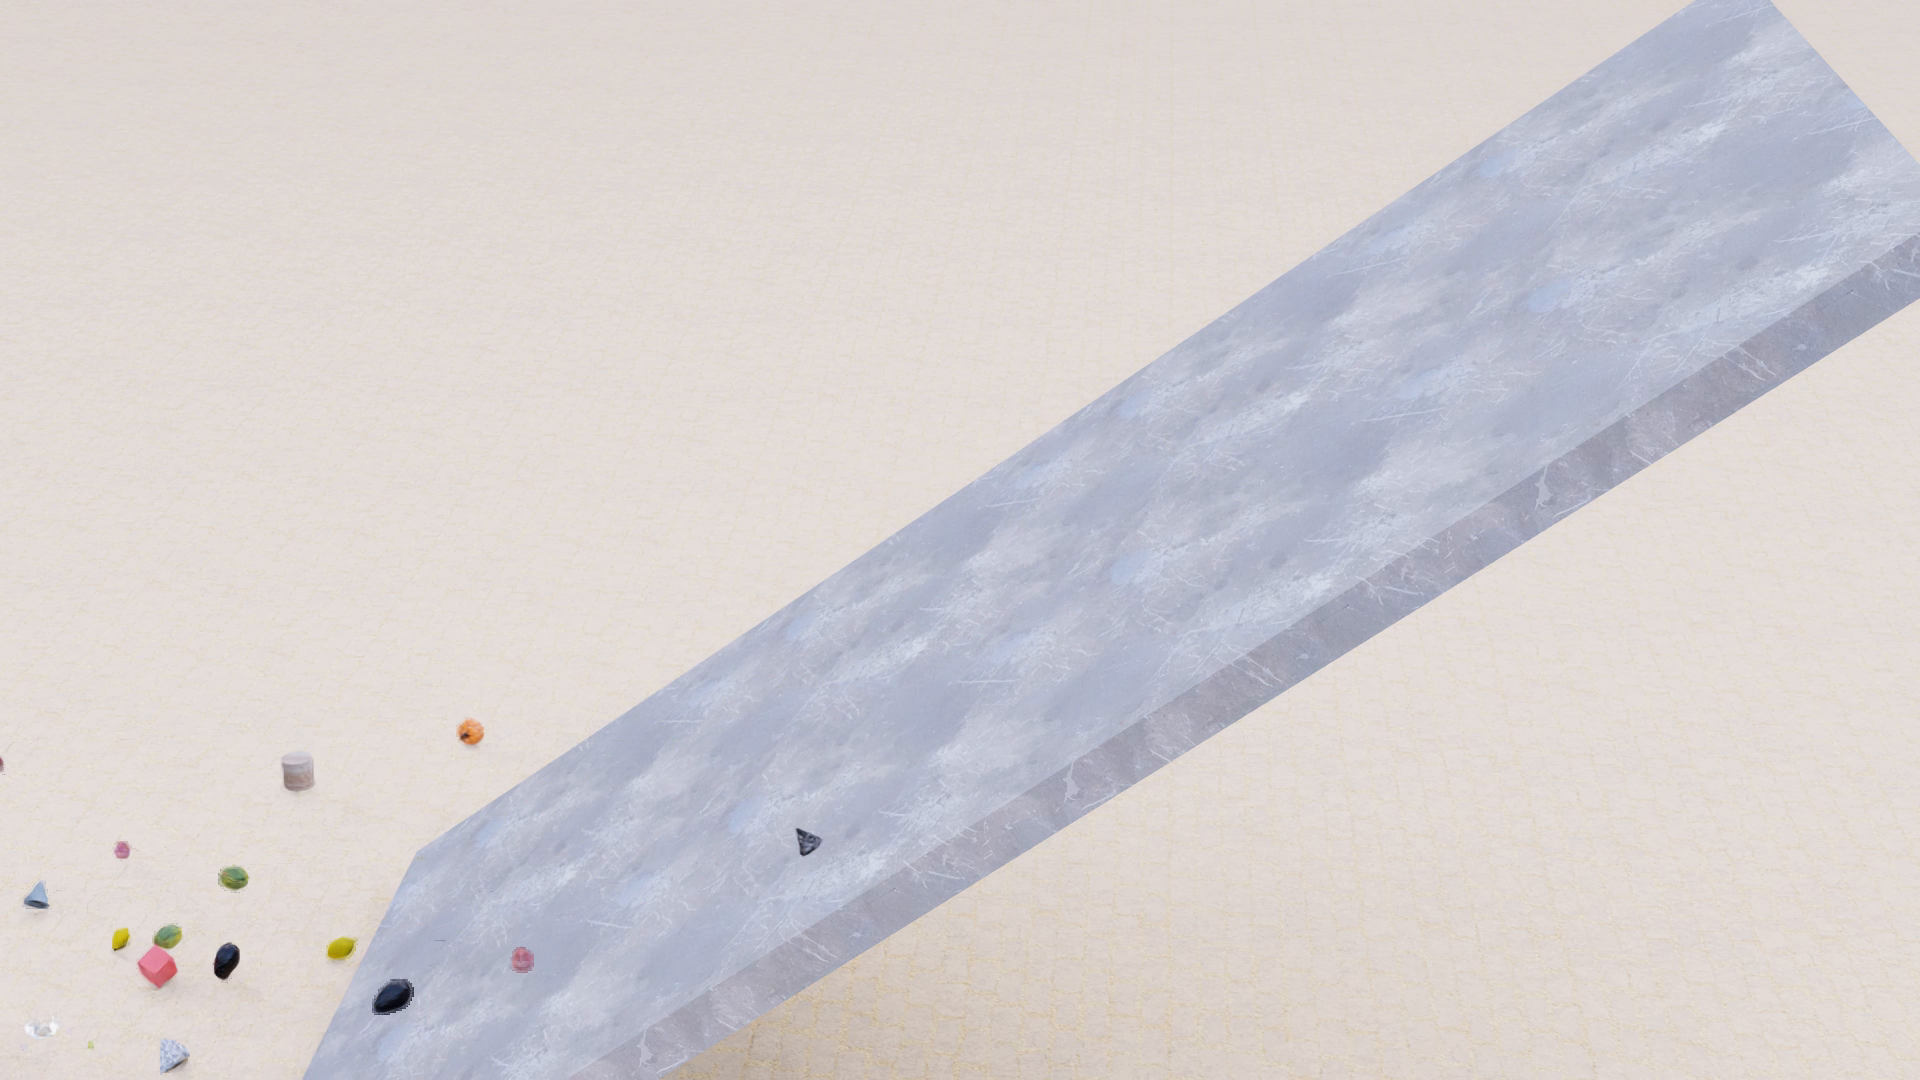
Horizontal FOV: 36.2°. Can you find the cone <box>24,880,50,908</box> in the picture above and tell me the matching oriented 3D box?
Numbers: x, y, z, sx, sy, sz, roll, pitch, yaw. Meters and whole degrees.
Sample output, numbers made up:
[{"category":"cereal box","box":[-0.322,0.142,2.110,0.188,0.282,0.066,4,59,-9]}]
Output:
[{"category":"cone","box":[-2.391,0.913,7.634,0.067,0.067,0.067,2,64,5]}]

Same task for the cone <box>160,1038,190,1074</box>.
[{"category":"cone","box":[-1.870,1.231,6.935,0.078,0.078,0.078,8,50,18]}]

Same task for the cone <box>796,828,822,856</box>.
[{"category":"cone","box":[-0.310,0.589,5.830,0.053,0.053,0.053,-35,16,11]}]

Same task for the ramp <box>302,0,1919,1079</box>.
[{"category":"ramp","box":[0.132,0.177,6.315,4.000,0.100,2.000,-33,16,16]}]

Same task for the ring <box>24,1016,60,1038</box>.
[{"category":"ring","box":[-2.213,1.173,7.091,0.080,0.027,0.080,1,23,0]}]

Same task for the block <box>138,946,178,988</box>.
[{"category":"block","box":[-1.986,1.055,7.280,0.062,0.062,0.062,30,55,23]}]

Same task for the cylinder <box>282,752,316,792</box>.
[{"category":"cylinder","box":[-1.866,0.653,8.296,0.085,0.085,0.085,0,22,0]}]
